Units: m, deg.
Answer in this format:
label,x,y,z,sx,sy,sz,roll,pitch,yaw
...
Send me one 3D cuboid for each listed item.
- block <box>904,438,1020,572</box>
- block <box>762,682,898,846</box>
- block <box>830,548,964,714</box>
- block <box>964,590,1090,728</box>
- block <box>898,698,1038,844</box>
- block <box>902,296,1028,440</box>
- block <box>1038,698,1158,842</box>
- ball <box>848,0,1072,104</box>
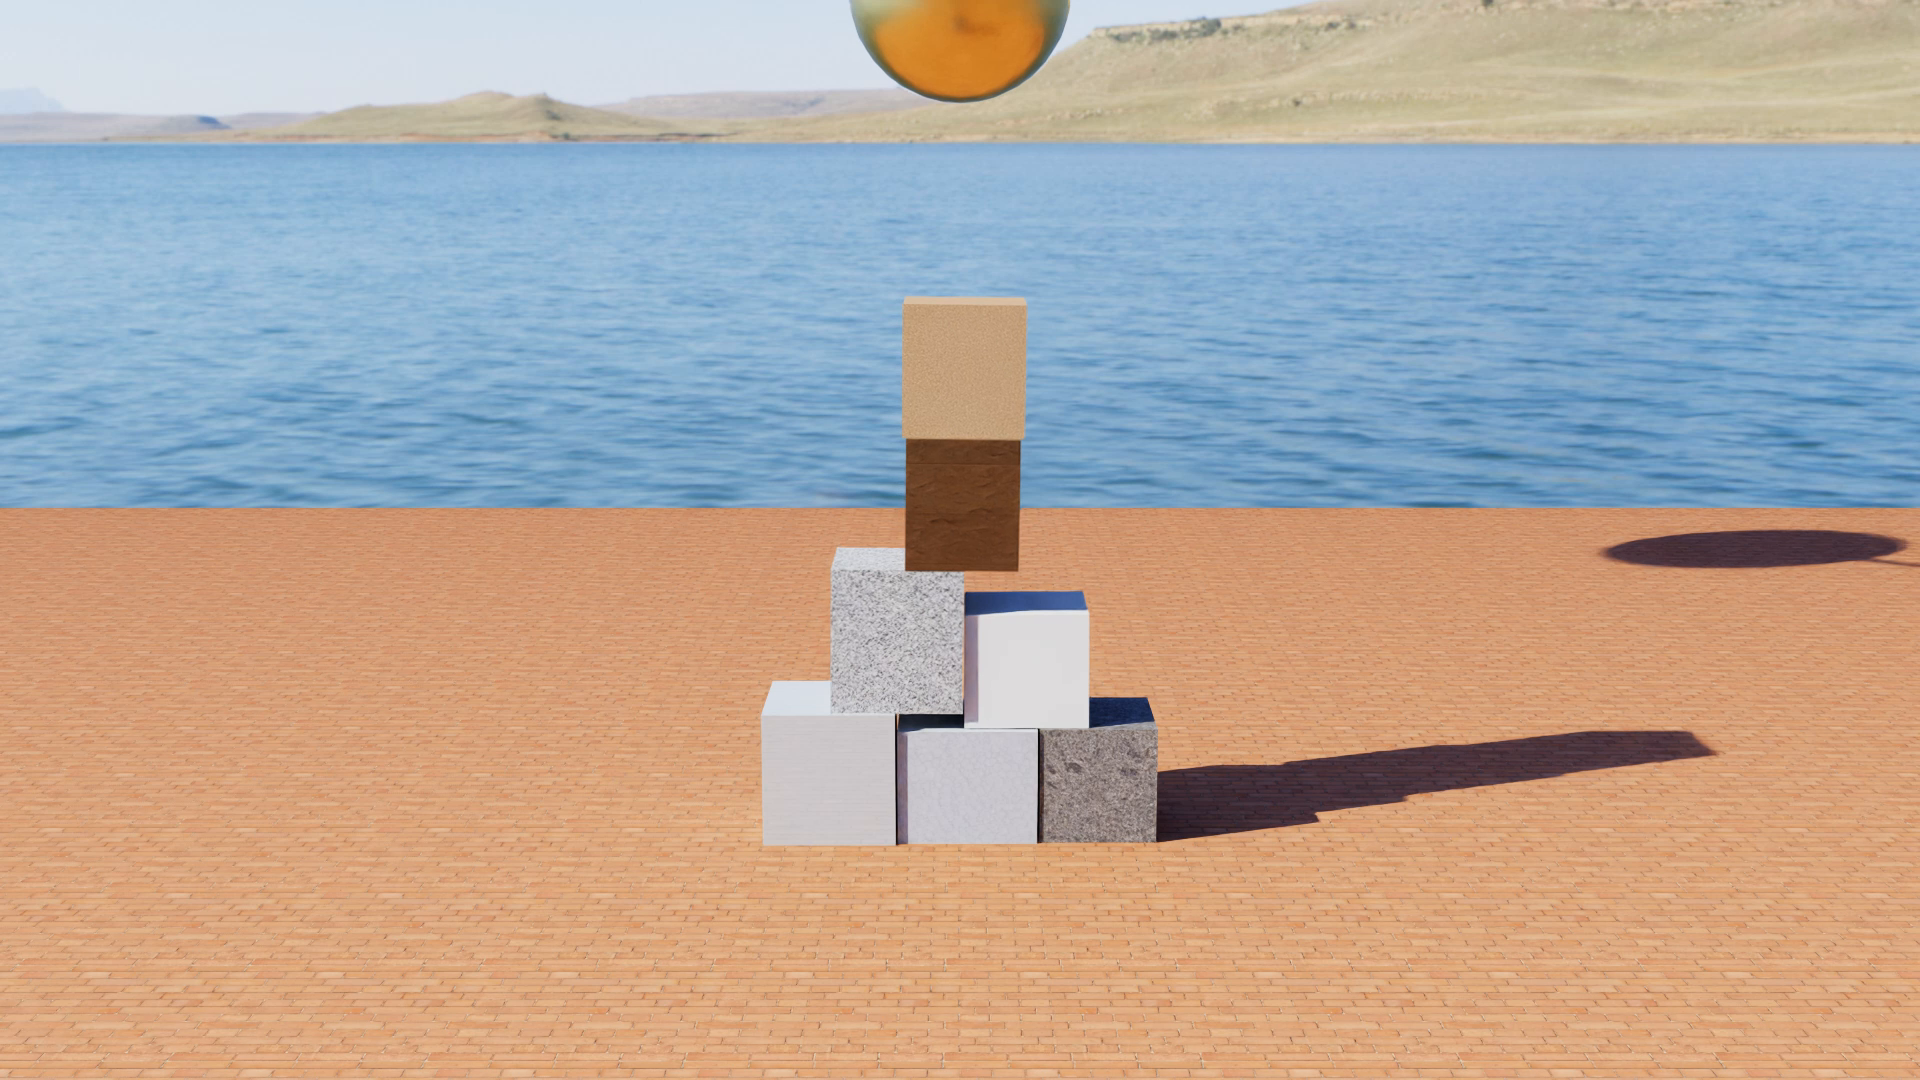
label,x,y,z,sx,sy,sz,roll,pitch,yaw
block,0.013,-0.226,11.140,0.563,0.655,0.655,1,10,0
block,-0.659,1.144,11.384,0.668,0.675,0.710,0,10,0
block,-0.313,0.455,11.243,0.660,0.731,0.603,1,10,0
block,0.333,0.608,11.292,0.625,0.584,0.579,0,10,0
block,0.038,1.188,11.401,0.705,0.584,0.677,0,10,0
block,0.021,-0.869,11.013,0.605,0.655,0.532,1,10,0
block,0.697,1.184,11.405,0.593,0.591,0.658,0,10,0
ball,0.000,-3.932,15.705,1.600,1.600,1.600,0,10,0
